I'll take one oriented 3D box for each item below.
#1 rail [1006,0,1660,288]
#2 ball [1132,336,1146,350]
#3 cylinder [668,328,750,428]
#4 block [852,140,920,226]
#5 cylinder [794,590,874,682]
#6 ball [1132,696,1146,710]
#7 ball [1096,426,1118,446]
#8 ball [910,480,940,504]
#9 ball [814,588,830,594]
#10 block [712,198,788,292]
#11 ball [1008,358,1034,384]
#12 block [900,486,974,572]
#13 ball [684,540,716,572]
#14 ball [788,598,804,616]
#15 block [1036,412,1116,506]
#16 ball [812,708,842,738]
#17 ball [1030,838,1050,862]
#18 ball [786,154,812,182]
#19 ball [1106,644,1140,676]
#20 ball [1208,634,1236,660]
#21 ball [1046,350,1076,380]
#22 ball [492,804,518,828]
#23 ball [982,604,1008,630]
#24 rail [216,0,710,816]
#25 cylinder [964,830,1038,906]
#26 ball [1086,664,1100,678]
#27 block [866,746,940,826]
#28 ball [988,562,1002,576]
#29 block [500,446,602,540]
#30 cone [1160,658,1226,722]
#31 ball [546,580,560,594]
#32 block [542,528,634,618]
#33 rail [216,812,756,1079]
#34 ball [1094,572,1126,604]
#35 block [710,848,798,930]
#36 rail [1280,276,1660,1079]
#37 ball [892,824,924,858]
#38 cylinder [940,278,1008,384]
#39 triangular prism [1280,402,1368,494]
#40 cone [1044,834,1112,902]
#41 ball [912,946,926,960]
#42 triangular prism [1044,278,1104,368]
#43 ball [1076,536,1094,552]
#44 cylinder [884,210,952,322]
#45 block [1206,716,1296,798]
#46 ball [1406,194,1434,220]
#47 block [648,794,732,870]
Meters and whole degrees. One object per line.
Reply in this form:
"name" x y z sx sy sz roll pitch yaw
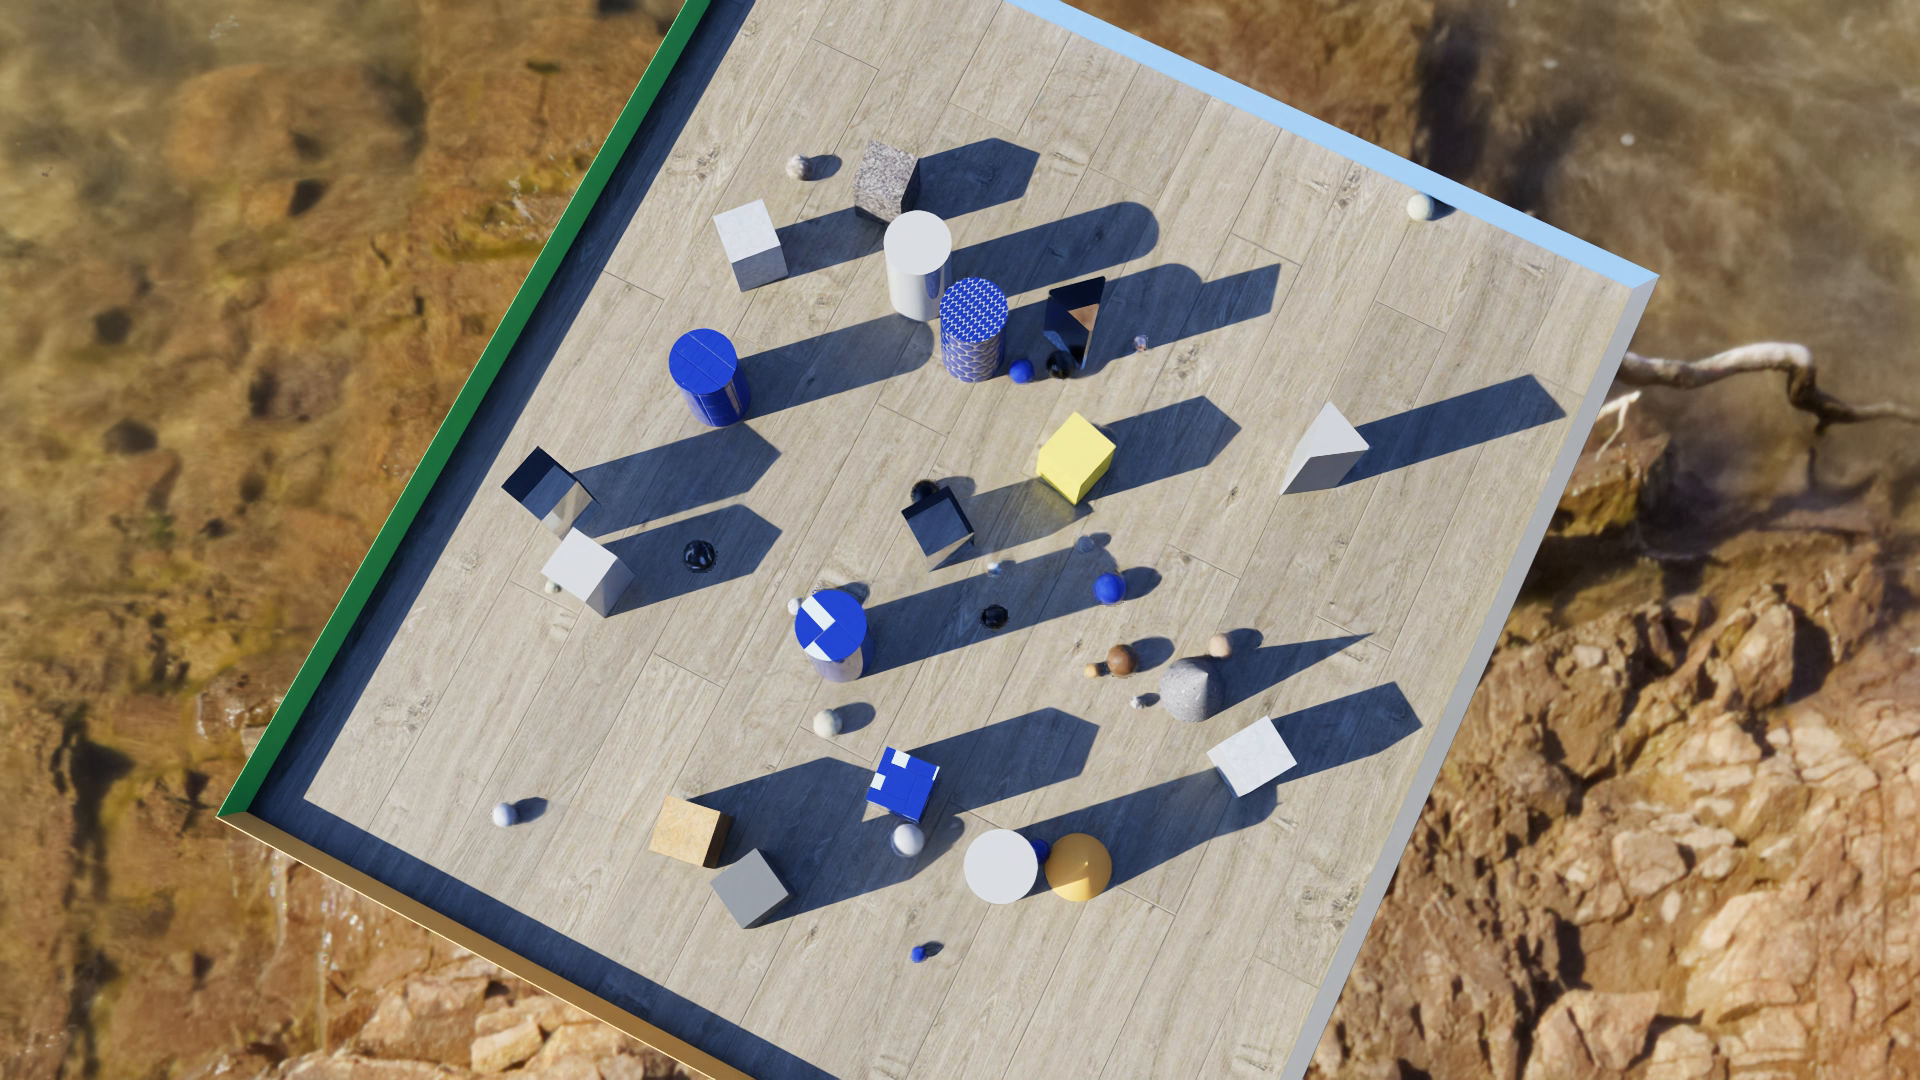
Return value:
"rail" 0.753 -1.467 5.853 3.125 0.130 0.045 26 80 5
"ball" 0.561 -0.613 5.721 0.044 0.044 0.044 0 78 0
"cylinder" -0.750 -0.484 5.527 0.199 0.372 0.199 0 78 0
"block" -0.228 -1.102 5.717 0.160 0.250 0.160 20 79 4
"cylinder" -0.358 0.285 5.310 0.199 0.485 0.199 0 78 0
"ball" 0.535 0.487 5.495 0.041 0.041 0.041 0 78 0
"ball" 0.440 -0.305 5.635 0.088 0.088 0.088 0 78 0
"ball" -0.105 -0.137 5.597 0.094 0.094 0.094 0 78 0
"ball" -0.408 0.185 5.536 0.082 0.082 0.082 0 78 0
"block" -0.645 -0.908 5.670 0.160 0.265 0.160 -21 79 -4
"ball" 0.192 -0.525 5.684 0.080 0.080 0.080 0 78 0
"block" -0.066 -0.031 5.500 0.160 0.241 0.160 -28 80 -6
"ball" -0.791 0.046 5.558 0.096 0.096 0.096 0 78 0
"ball" -0.493 0.202 5.548 0.053 0.053 0.053 0 78 0
"block" 0.347 -0.243 5.528 0.160 0.272 0.160 41 81 8
"ball" -0.395 0.546 5.460 0.086 0.086 0.086 0 78 0
"ball" 0.231 0.915 5.392 0.070 0.070 0.070 0 78 0
"ball" -0.514 -1.181 5.819 0.083 0.083 0.083 0 78 0
"ball" 0.488 0.359 5.492 0.098 0.098 0.098 0 78 0
"ball" 0.786 0.320 5.509 0.081 0.081 0.081 0 78 0
"ball" 0.314 -0.540 5.682 0.092 0.092 0.092 0 78 0
"ball" -1.343 0.813 5.412 0.071 0.071 0.071 0 78 0
"ball" 0.106 0.234 5.528 0.079 0.079 0.079 0 78 0
"rail" -1.376 -0.667 5.688 0.045 0.130 3.414 26 80 5
"cylinder" 0.110 0.929 5.179 0.199 0.481 0.199 0 78 0
"ball" 0.401 0.394 5.513 0.043 0.043 0.043 0 78 0
"block" -0.162 0.716 5.309 0.160 0.312 0.160 21 79 4
"ball" 0.106 0.088 5.577 0.043 0.043 0.043 0 78 0
"block" -1.212 -0.127 5.460 0.160 0.358 0.160 39 81 7
"cone" 0.699 0.414 5.343 0.199 0.368 0.199 0 78 0
"ball" -1.237 0.139 5.566 0.043 0.043 0.043 0 78 0
"block" -1.102 0.100 5.446 0.160 0.293 0.160 33 80 6
"rail" -0.753 1.481 5.243 3.125 0.130 0.045 26 80 5
"ball" 0.455 0.146 5.537 0.096 0.096 0.096 0 78 0
"block" -0.589 1.002 5.256 0.160 0.299 0.160 -36 81 -7
"rail" 1.376 0.681 5.408 0.045 0.130 3.414 26 80 5
"ball" -0.153 0.883 5.383 0.100 0.100 0.100 0 78 0
"cylinder" 0.041 -0.628 5.536 0.199 0.412 0.199 0 78 0
"triangular prism" 1.060 -0.273 5.430 0.173 0.476 0.150 -8 78 -2
"cone" 0.350 0.926 5.219 0.199 0.404 0.199 0 78 0
"ball" -0.120 1.205 5.345 0.043 0.043 0.043 0 78 0
"triangular prism" 0.374 -0.683 5.563 0.173 0.383 0.150 44 82 8
"ball" 0.381 0.011 5.588 0.051 0.051 0.051 0 78 0
"cylinder" -0.124 -0.826 5.569 0.199 0.428 0.199 0 78 0
"block" 0.847 0.635 5.340 0.160 0.285 0.160 -30 80 -6
"ball" 1.455 -1.052 5.790 0.086 0.086 0.086 0 78 0
"block" -0.776 0.847 5.298 0.160 0.281 0.160 17 79 3
